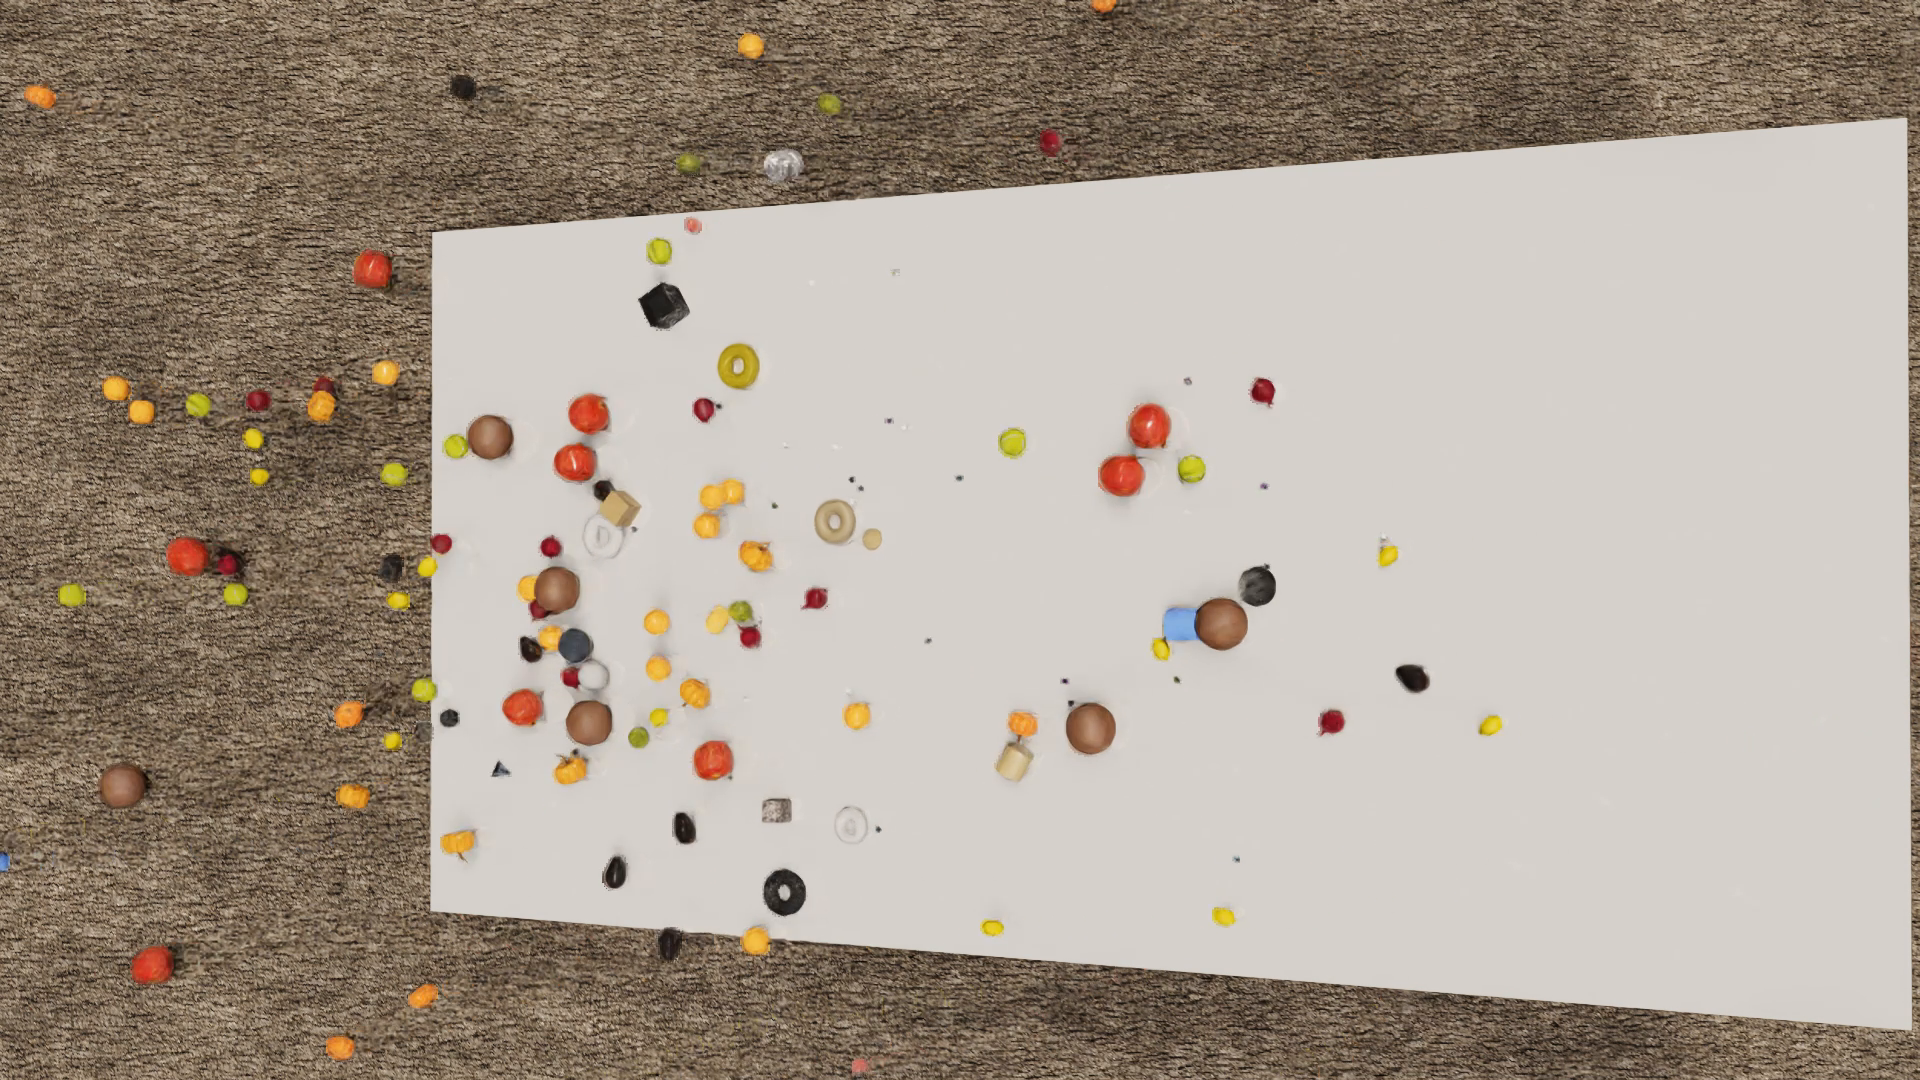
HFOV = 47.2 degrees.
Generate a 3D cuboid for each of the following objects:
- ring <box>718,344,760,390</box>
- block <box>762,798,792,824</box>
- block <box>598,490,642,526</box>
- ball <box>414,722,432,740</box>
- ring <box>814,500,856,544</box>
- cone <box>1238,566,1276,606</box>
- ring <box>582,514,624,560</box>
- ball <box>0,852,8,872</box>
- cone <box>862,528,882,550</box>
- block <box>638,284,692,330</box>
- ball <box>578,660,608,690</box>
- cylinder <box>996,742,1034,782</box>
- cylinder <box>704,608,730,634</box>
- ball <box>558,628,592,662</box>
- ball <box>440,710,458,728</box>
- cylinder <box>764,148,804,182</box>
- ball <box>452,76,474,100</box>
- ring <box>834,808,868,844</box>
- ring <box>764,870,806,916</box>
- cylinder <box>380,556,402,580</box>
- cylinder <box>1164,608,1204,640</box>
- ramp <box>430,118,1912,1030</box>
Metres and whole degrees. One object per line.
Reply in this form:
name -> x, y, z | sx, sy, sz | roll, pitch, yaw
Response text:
ring -> -0.608, -0.476, 6.032 | 0.128, 0.043, 0.128 | 0, 91, 25
block -> -0.497, 0.734, 5.958 | 0.058, 0.058, 0.058 | -1, 89, 25
block -> -0.953, -0.088, 6.168 | 0.072, 0.072, 0.072 | 42, 106, 19
ball -> -1.576, 0.562, 6.455 | 0.055, 0.055, 0.055 | 0, 89, 0
ring -> -0.336, -0.048, 5.903 | 0.123, 0.041, 0.123 | -1, 88, 26
cone -> 0.714, 0.115, 5.391 | 0.098, 0.098, 0.098 | 0, 89, 25
ring -> -1.006, -0.011, 6.208 | 0.131, 0.044, 0.131 | 0, 91, 24
ball -> -2.861, 0.959, 6.532 | 0.062, 0.062, 0.062 | 0, 89, 0
cone -> -0.247, -0.003, 5.852 | 0.060, 0.060, 0.060 | 0, 89, 25
block -> -0.820, -0.649, 6.106 | 0.087, 0.087, 0.087 | -32, 77, 21
ball -> -1.033, 0.381, 6.193 | 0.085, 0.085, 0.085 | 0, 89, 0
cylinder -> 0.142, 0.571, 5.660 | 0.074, 0.074, 0.074 | 34, 85, 0
cylinder -> -0.665, 0.221, 6.037 | 0.052, 0.052, 0.052 | 37, 124, 0
ball -> -1.087, 0.298, 6.212 | 0.097, 0.097, 0.097 | 0, 89, 0
ball -> -1.491, 0.521, 6.417 | 0.054, 0.054, 0.054 | 0, 89, 0
cylinder -> -0.476, -1.013, 5.941 | 0.077, 0.077, 0.077 | 10, 113, 25
ball -> -1.482, -1.347, 6.557 | 0.066, 0.066, 0.066 | 0, 89, 0
ring -> -0.292, 0.763, 5.879 | 0.098, 0.033, 0.098 | -1, 89, 26
ring -> -0.475, 0.955, 5.955 | 0.126, 0.042, 0.126 | 0, 90, 23
cylinder -> -1.683, 0.082, 6.501 | 0.053, 0.053, 0.053 | 19, 114, 0
cylinder -> 0.558, 0.210, 5.471 | 0.080, 0.080, 0.080 | 0, 89, 24
ramp -> 0.282, 0.083, 5.697 | 4.000, 0.100, 2.000 | 0, 89, 25
